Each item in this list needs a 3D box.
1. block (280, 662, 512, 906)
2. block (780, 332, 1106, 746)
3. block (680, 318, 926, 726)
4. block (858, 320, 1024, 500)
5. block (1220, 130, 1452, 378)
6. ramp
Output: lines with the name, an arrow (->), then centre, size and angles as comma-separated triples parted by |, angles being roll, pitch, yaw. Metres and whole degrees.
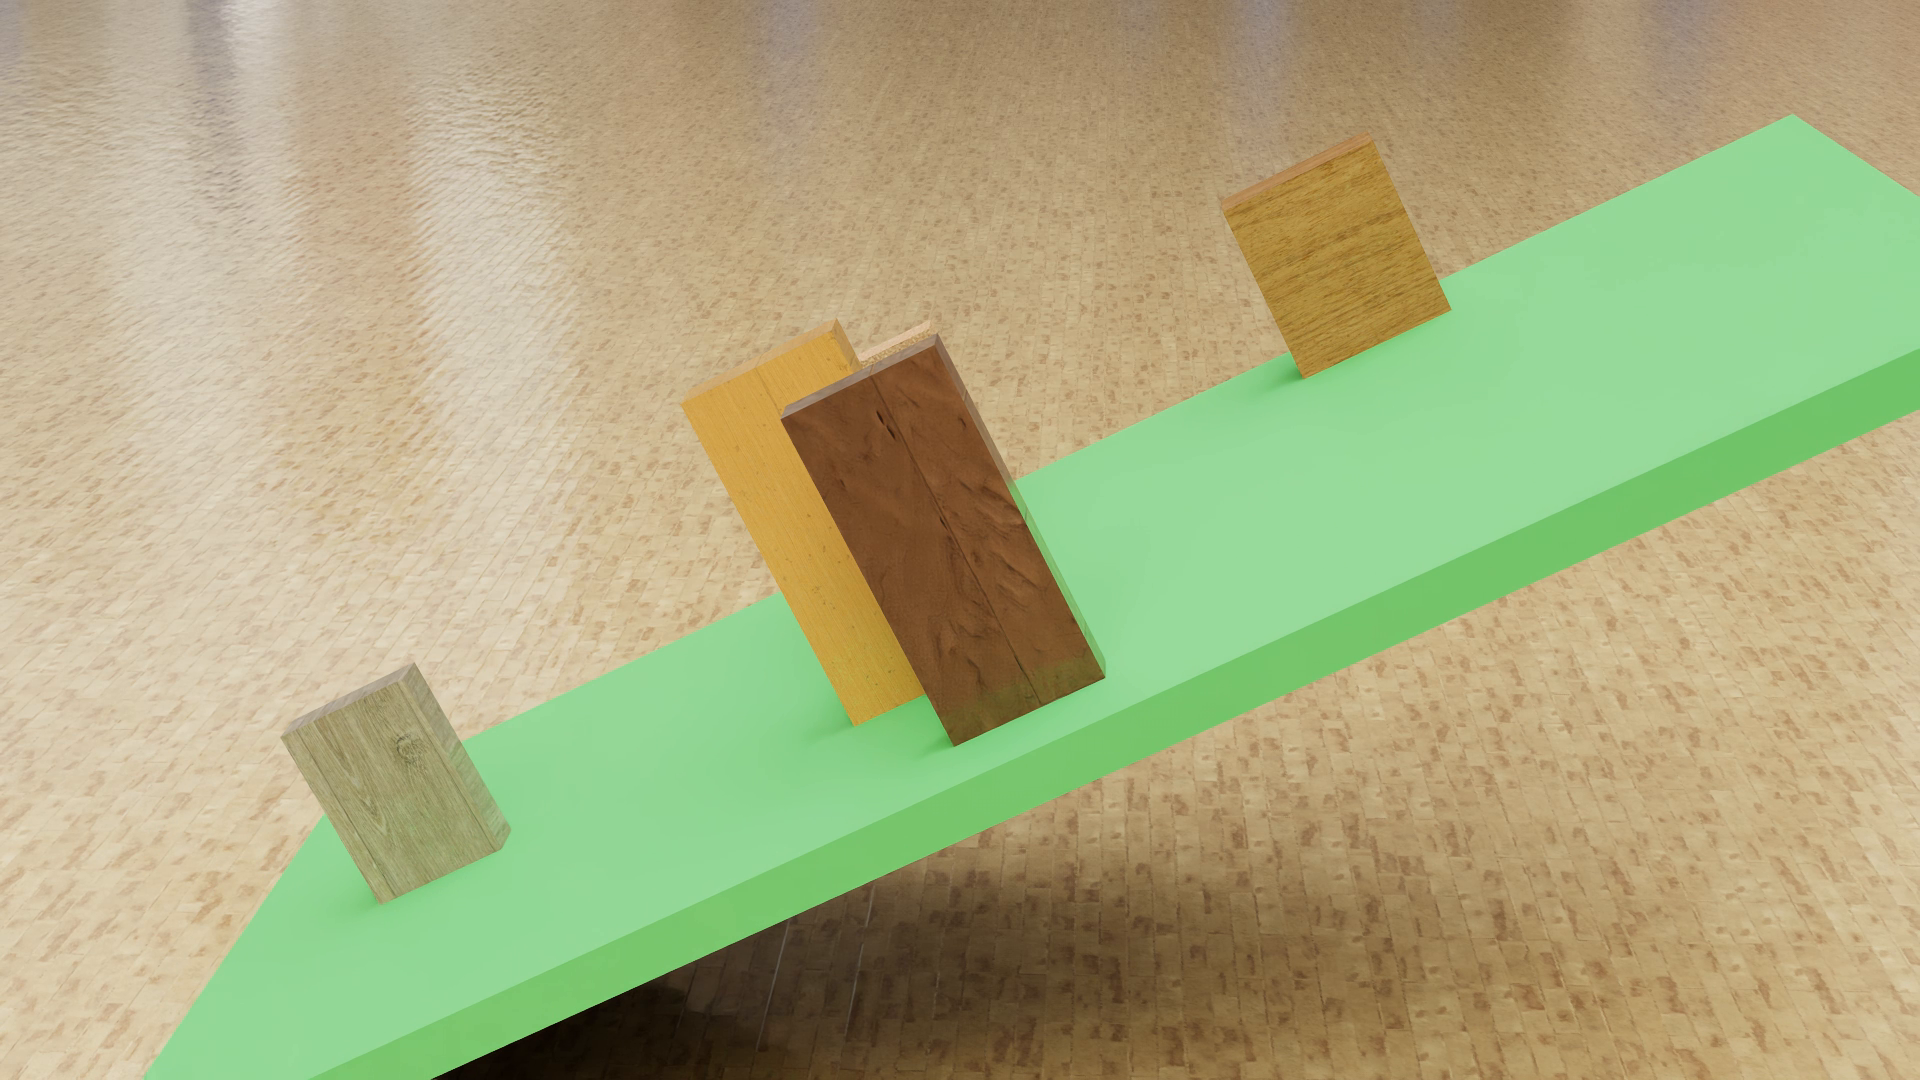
block -> -1.228, 0.533, 6.418 | 0.308, 0.435, 0.111 | -25, 14, 10
block -> -0.026, 0.004, 5.474 | 0.316, 0.707, 0.102 | -25, 14, 10
block -> -0.230, -0.032, 5.909 | 0.336, 0.749, 0.121 | -25, 14, 10
block -> -0.116, -0.173, 6.673 | 0.379, 0.535, 0.099 | -25, 14, 10
block -> 0.865, -0.657, 6.779 | 0.372, 0.436, 0.142 | -25, 14, 10
ramp -> 0.139, 0.168, 6.281 | 4.000, 0.100, 2.000 | -25, 14, 10
